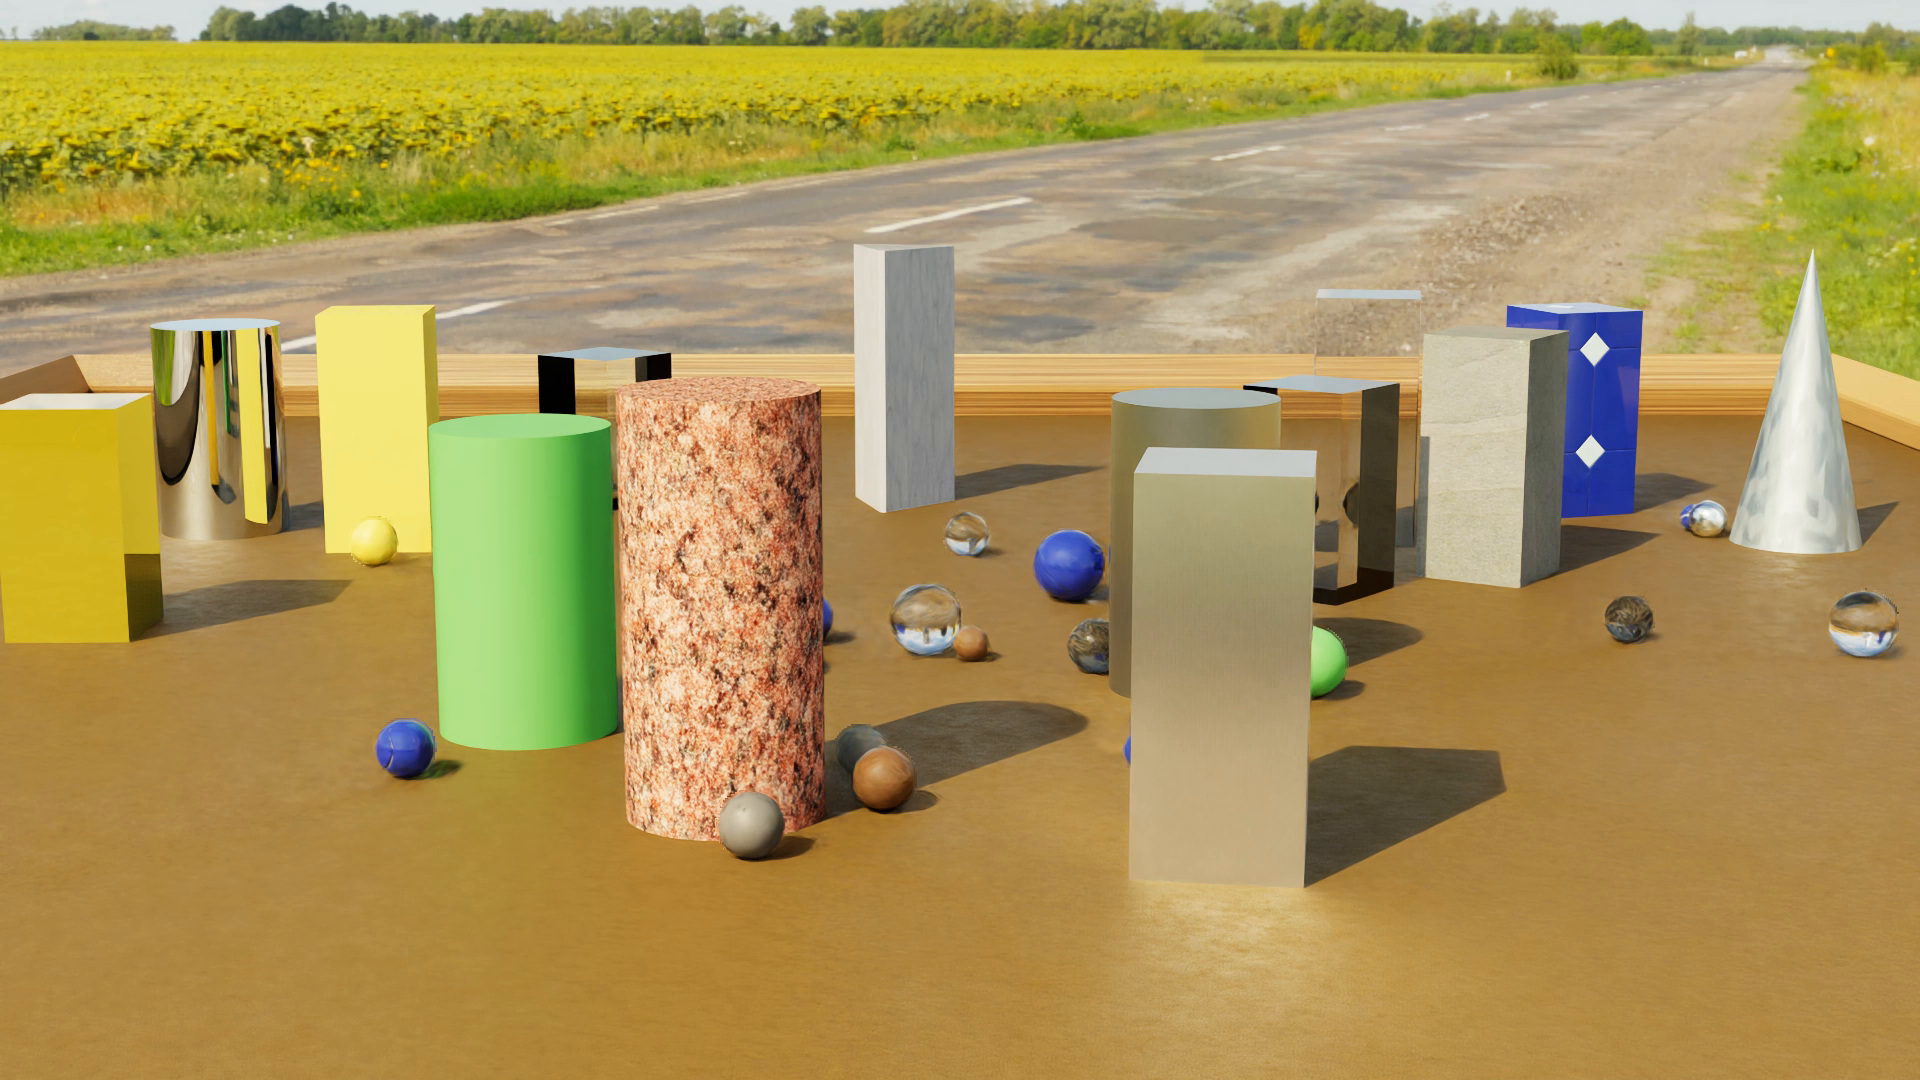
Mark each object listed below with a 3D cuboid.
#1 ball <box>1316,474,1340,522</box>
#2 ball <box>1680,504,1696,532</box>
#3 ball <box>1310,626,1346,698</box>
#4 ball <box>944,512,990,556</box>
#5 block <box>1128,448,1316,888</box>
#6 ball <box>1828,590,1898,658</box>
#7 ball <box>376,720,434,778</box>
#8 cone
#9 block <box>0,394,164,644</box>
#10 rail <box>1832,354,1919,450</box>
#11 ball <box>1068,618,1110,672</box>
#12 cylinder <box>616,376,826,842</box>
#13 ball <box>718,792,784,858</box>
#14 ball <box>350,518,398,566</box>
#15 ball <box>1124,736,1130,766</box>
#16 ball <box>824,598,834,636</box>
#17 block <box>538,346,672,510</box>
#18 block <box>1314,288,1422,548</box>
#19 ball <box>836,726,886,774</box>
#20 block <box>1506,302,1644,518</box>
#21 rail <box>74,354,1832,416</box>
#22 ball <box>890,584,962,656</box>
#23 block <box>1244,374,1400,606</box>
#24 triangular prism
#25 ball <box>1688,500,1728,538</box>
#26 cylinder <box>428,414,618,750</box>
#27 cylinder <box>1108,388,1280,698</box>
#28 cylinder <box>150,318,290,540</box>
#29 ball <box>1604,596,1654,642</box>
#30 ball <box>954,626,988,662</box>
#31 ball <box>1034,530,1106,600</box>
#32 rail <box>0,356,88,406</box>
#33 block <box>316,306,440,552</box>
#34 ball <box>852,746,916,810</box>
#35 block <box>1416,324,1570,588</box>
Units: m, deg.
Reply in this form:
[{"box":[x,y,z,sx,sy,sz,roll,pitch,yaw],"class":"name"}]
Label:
[{"box":[0.573,-0.069,4.137,0.078,0.078,0.078,0,11,0],"class":"ball"},{"box":[1.161,-0.036,4.055,0.043,0.043,0.043,0,11,0],"class":"ball"},{"box":[0.408,0.142,2.988,0.083,0.083,0.083,0,11,0],"class":"ball"},{"box":[0.011,-0.008,3.842,0.067,0.067,0.067,0,11,0],"class":"ball"},{"box":[0.242,0.112,2.352,0.157,0.373,0.157,2,11,8],"class":"block"},{"box":[1.123,0.105,3.191,0.082,0.082,0.082,0,11,0],"class":"ball"},{"box":[-0.574,0.216,2.654,0.060,0.060,0.060,0,11,0],"class":"ball"},{"box":[1.291,-0.220,3.925,0.196,0.454,0.196,0,11,0],"class":"cone"},{"box":[-1.141,-0.031,3.324,0.157,0.300,0.157,0,11,-1],"class":"block"},{"box":[1.821,0.031,3.459,0.045,0.128,3.937,0,11,0],"class":"rail"},{"box":[0.164,0.128,3.110,0.067,0.067,0.067,0,11,0],"class":"ball"},{"box":[-0.231,0.062,2.496,0.196,0.420,0.196,0,11,0],"class":"cylinder"},{"box":[-0.194,0.265,2.383,0.062,0.062,0.062,0,11,0],"class":"ball"},{"box":[-0.862,0.003,3.775,0.069,0.069,0.069,0,11,0],"class":"ball"},{"box":[0.193,0.219,2.672,0.047,0.047,0.047,0,11,0],"class":"ball"},{"box":[-0.196,0.098,3.263,0.070,0.070,0.070,0,11,0],"class":"ball"},{"box":[-0.596,-0.190,4.324,0.157,0.249,0.157,8,13,35],"class":"block"},{"box":[0.628,-0.191,3.973,0.157,0.379,0.157,2,11,9],"class":"block"},{"box":[-0.103,0.218,2.661,0.052,0.052,0.052,0,11,0],"class":"ball"},{"box":[1.006,-0.216,4.233,0.157,0.334,0.157,-4,11,-19],"class":"block"},{"box":[-0.011,-0.322,5.361,3.689,0.128,0.045,0,11,0],"class":"rail"},{"box":[-0.043,0.099,3.200,0.090,0.090,0.090,0,11,0],"class":"ball"},{"box":[0.501,-0.073,3.578,0.157,0.291,0.157,8,13,38],"class":"block"},{"box":[-0.122,-0.277,4.297,0.147,0.429,0.170,10,14,43],"class":"triangular prism"},{"box":[1.166,-0.033,3.999,0.058,0.058,0.058,0,11,0],"class":"ball"},{"box":[-0.479,0.042,2.826,0.196,0.339,0.196,0,11,0],"class":"cylinder"},{"box":[0.275,0.004,3.013,0.196,0.345,0.196,0,11,0],"class":"cylinder"},{"box":[-1.165,-0.177,4.044,0.196,0.326,0.196,0,11,0],"class":"cylinder"},{"box":[0.854,0.101,3.275,0.060,0.060,0.060,0,11,0],"class":"ball"},{"box":[0.014,0.128,3.170,0.044,0.044,0.044,0,11,0],"class":"ball"},{"box":[0.150,0.034,3.526,0.098,0.098,0.098,0,11,0],"class":"ball"},{"box":[-1.821,0.035,3.439,0.045,0.128,3.937,0,11,0],"class":"rail"},{"box":[-0.886,-0.172,3.926,0.157,0.359,0.157,-1,11,-4],"class":"block"},{"box":[-0.076,0.236,2.536,0.063,0.063,0.063,0,11,0],"class":"ball"},{"box":[0.766,-0.124,3.689,0.157,0.350,0.157,7,12,32],"class":"block"}]
